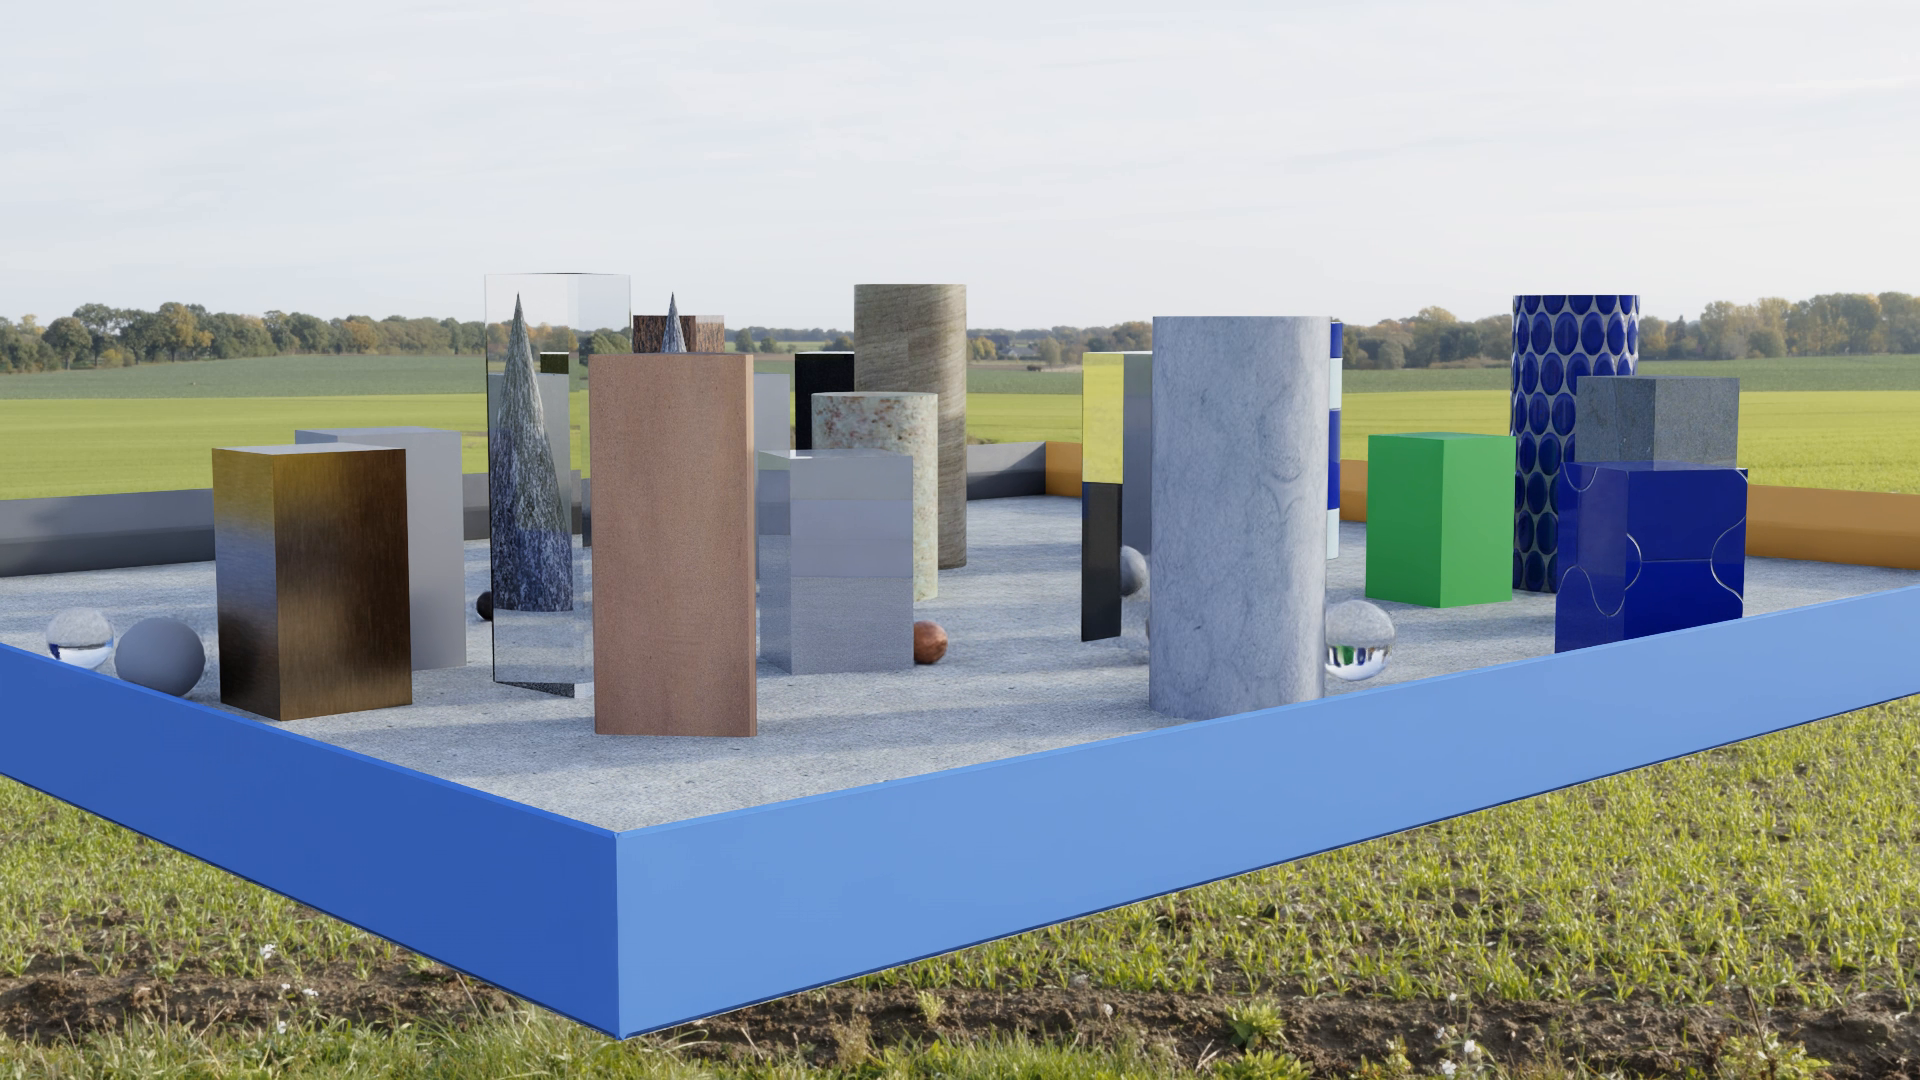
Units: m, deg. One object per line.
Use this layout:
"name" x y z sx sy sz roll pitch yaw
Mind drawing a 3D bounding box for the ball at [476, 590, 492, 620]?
"ball" -0.675 0.094 3.165 0.042 0.042 0.042 0 6 0

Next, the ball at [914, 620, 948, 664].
"ball" -0.043 0.128 2.777 0.055 0.055 0.055 0 6 0

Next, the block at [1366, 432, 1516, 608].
"block" 0.739 -0.035 3.386 0.157 0.253 0.157 -4 7 -34

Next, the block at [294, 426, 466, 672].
"block" -0.728 0.010 2.764 0.157 0.294 0.157 -4 7 -35

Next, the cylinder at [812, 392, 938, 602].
"cylinder" -0.133 -0.070 3.425 0.196 0.315 0.196 0 6 0

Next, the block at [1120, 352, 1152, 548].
"block" 0.401 -0.171 4.149 0.157 0.365 0.157 2 6 22

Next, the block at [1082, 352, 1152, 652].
"block" 0.274 -0.055 2.934 0.157 0.388 0.157 6 8 44

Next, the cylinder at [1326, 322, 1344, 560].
"cylinder" 0.589 -0.181 3.973 0.196 0.421 0.196 0 6 0

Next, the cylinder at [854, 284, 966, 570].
"cylinder" -0.086 -0.200 3.831 0.196 0.488 0.196 0 6 0

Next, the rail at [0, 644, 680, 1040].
"rail" -1.095 0.138 2.327 0.045 0.127 2.669 -5 8 -42

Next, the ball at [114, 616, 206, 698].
"ball" -0.911 0.136 2.503 0.097 0.097 0.097 0 6 0

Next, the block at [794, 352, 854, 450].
"block" -0.224 -0.178 4.228 0.157 0.363 0.157 1 6 7

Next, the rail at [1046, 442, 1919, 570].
"rail" 1.095 -0.072 4.337 0.045 0.127 2.669 -5 8 -42

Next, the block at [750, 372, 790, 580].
"block" -0.391 -0.109 3.689 0.157 0.339 0.157 -4 7 -33

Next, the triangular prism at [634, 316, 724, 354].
"triangular prism" -0.499 -0.204 4.134 0.170 0.435 0.147 5 8 42

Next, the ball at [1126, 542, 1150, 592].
"ball" 0.304 0.043 3.480 0.080 0.080 0.080 0 6 0

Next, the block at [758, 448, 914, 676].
"block" -0.158 0.023 2.773 0.157 0.265 0.157 -2 6 -19

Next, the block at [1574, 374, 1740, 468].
"block" 0.994 -0.059 3.151 0.157 0.349 0.157 -3 7 -26

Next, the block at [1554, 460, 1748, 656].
"block" 0.831 0.039 2.654 0.157 0.258 0.157 -2 6 -14

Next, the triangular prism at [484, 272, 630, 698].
"triangular prism" -0.448 -0.071 2.615 0.170 0.486 0.147 6 8 43

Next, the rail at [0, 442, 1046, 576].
"rail" -0.889 -0.067 4.290 3.028 0.127 0.045 -5 8 -42

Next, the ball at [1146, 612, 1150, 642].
"ball" 0.279 0.111 2.790 0.087 0.087 0.087 0 6 0

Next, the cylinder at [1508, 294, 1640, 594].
"cylinder" 0.981 -0.157 3.528 0.196 0.468 0.196 0 6 0

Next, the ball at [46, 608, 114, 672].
"ball" -1.085 0.124 2.710 0.078 0.078 0.078 0 6 0

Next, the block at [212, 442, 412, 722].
"block" -0.730 0.041 2.480 0.157 0.290 0.157 -5 8 -42

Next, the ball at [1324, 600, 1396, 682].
"ball" 0.475 0.121 2.644 0.098 0.098 0.098 0 6 0

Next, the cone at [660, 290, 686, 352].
"cone" -0.436 -0.145 3.366 0.196 0.476 0.196 0 6 0

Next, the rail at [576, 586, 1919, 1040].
"rail" 0.889 0.133 2.374 3.028 0.127 0.045 -5 8 -42

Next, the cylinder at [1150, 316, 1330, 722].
"cylinder" 0.311 -0.030 2.454 0.196 0.437 0.196 0 6 0

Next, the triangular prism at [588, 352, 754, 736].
"triangular prism" -0.294 -0.001 2.362 0.170 0.398 0.147 1 6 5
